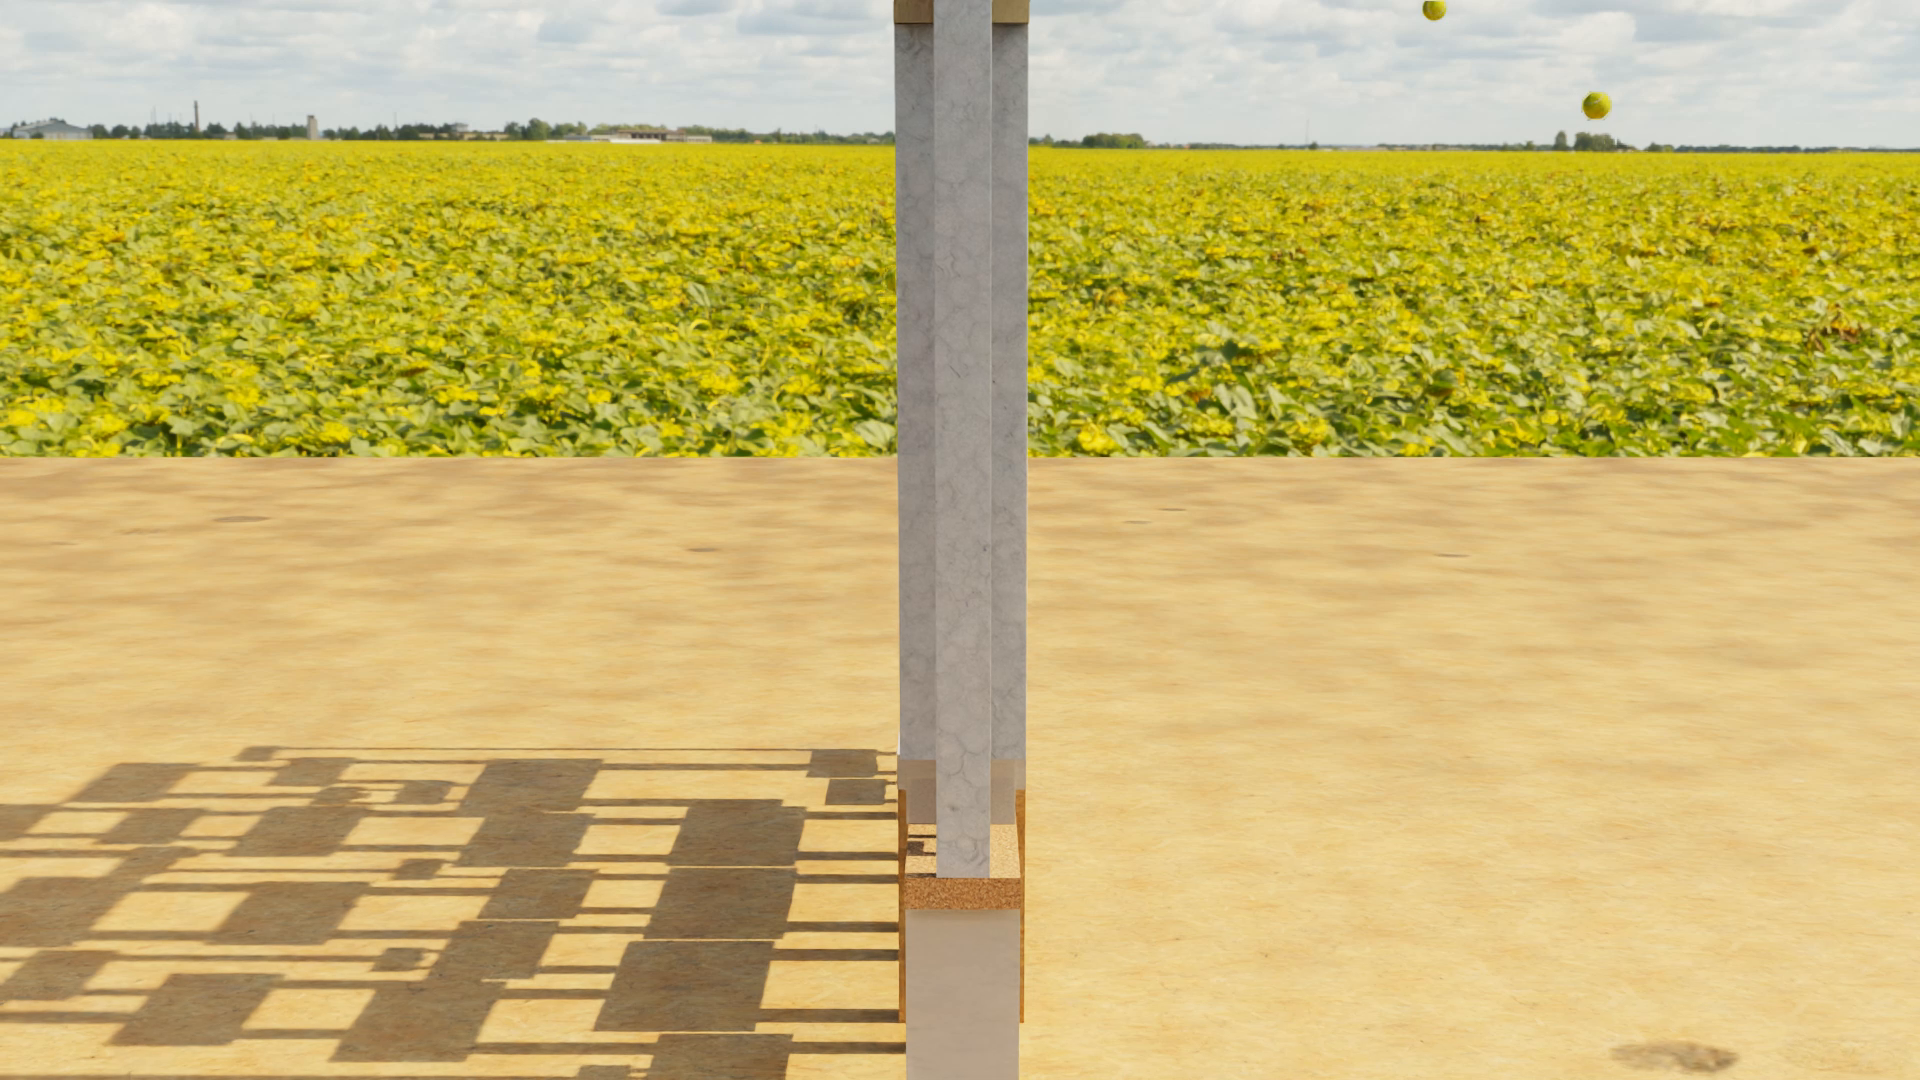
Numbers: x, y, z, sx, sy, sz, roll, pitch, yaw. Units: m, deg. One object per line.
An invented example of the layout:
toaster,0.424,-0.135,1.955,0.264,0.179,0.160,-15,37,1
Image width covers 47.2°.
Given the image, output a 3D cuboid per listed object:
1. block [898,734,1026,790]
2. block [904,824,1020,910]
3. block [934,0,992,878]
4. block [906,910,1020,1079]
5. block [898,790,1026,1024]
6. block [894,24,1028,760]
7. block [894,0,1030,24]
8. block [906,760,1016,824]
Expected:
block,0.002,0.287,3.208,0.178,0.050,0.356,0,11,0
block,0.003,0.417,2.898,0.145,0.041,0.291,0,11,0
block,0.003,-0.182,2.650,0.067,1.226,0.019,0,10,0
block,0.003,0.597,2.833,0.145,0.291,0.041,0,11,0
block,0.002,0.509,3.128,0.178,0.356,0.050,0,11,0
block,0.003,-0.175,2.766,0.162,0.922,0.046,0,11,0
block,0.001,-0.671,2.784,0.162,0.046,0.325,0,11,0
block,0.001,0.198,2.951,0.147,0.368,0.042,0,11,0
